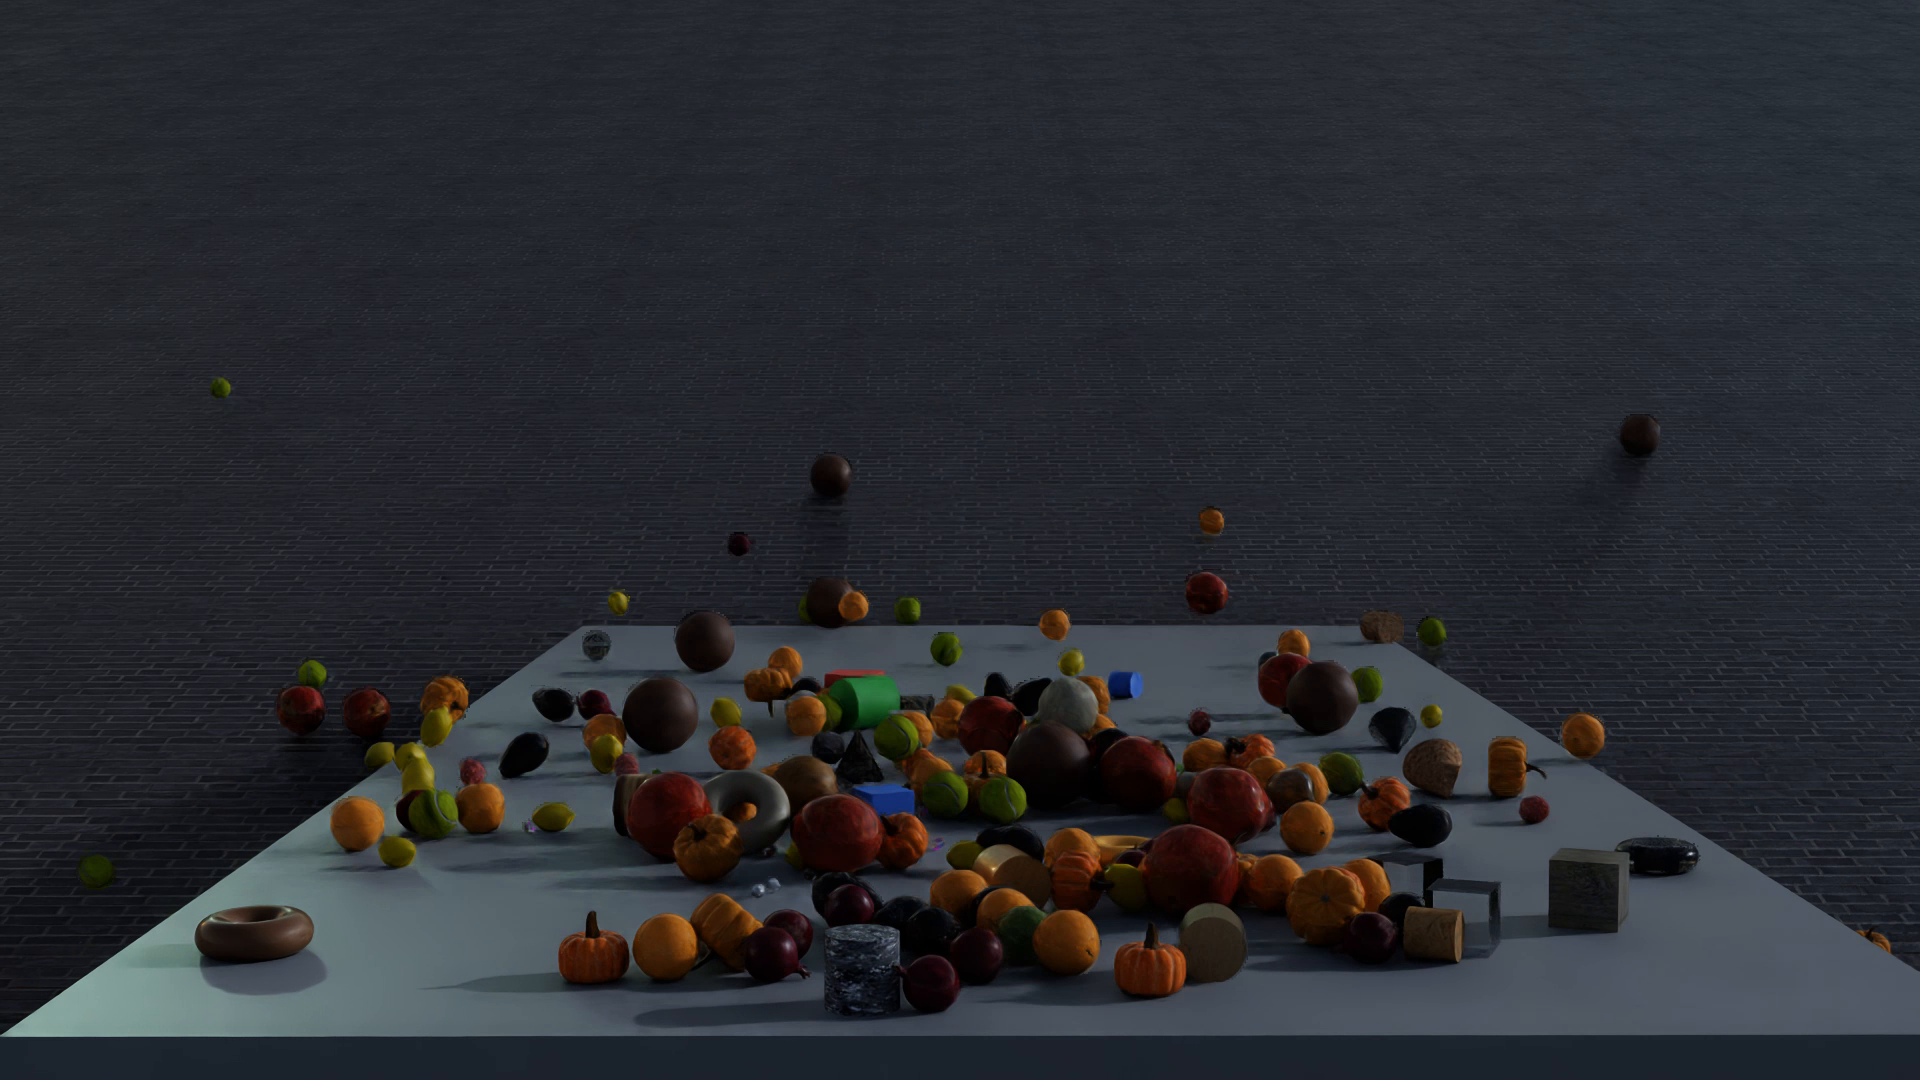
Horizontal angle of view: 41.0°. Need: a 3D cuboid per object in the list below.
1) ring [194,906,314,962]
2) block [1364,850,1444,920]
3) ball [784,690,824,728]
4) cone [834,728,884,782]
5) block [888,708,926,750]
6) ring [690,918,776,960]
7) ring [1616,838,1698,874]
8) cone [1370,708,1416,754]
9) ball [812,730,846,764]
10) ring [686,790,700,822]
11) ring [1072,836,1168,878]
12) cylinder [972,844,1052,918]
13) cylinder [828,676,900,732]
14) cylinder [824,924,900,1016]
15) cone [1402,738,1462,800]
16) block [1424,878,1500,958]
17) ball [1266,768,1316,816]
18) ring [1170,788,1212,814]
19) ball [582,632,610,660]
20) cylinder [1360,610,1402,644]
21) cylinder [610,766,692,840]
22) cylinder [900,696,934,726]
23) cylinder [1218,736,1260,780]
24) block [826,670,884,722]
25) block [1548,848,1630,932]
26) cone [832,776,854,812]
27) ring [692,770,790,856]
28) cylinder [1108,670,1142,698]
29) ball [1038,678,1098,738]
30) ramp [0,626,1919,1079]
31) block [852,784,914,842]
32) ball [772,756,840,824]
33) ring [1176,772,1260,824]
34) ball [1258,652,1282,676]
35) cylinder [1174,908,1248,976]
[{"bbox_3d":[-0.799,0.445,2.904,0.131,0.044,0.131,-1,5,0],"label":"ring"},{"bbox_3d":[0.537,0.418,3.107,0.067,0.067,0.067,-3,5,-39],"label":"block"},{"bbox_3d":[-0.285,0.309,4.681,0.070,0.070,0.070,0,19,0],"label":"ball"},{"bbox_3d":[-0.164,0.341,4.112,0.084,0.084,0.084,0,4,0],"label":"cone"},{"bbox_3d":[-0.091,0.329,4.462,0.061,0.061,0.061,0,4,-6],"label":"block"},{"bbox_3d":[-0.256,0.450,2.900,0.098,0.033,0.098,1,4,0],"label":"ring"},{"bbox_3d":[0.916,0.415,3.375,0.109,0.036,0.109,-1,3,0],"label":"ring"},{"bbox_3d":[0.748,0.344,4.412,0.081,0.081,0.081,1,31,2],"label":"cone"},{"bbox_3d":[-0.211,0.334,4.121,0.054,0.054,0.054,0,19,0],"label":"ball"},{"bbox_3d":[-0.360,0.389,3.754,0.115,0.038,0.115,-1,5,0],"label":"ring"},{"bbox_3d":[0.210,0.414,3.355,0.126,0.042,0.126,1,3,0],"label":"ring"},{"bbox_3d":[0.062,0.413,3.108,0.077,0.077,0.077,-6,4,-16],"label":"cylinder"},{"bbox_3d":[-0.174,0.297,4.674,0.095,0.095,0.095,-3,17,-38],"label":"cylinder"},{"bbox_3d":[-0.101,0.444,2.652,0.078,0.078,0.078,0,4,0],"label":"cylinder"},{"bbox_3d":[0.740,0.372,3.950,0.095,0.095,0.095,-2,31,-6],"label":"cone"},{"bbox_3d":[0.571,0.429,2.914,0.072,0.072,0.072,2,4,22],"label":"block"},{"bbox_3d":[0.486,0.371,3.767,0.072,0.072,0.072,0,19,0],"label":"ball"},{"bbox_3d":[0.366,0.386,3.822,0.105,0.035,0.105,-1,5,0],"label":"ring"},{"bbox_3d":[-0.818,0.239,5.767,0.062,0.062,0.062,0,19,0],"label":"ball"},{"bbox_3d":[1.005,0.208,6.120,0.071,0.071,0.071,-9,8,-24],"label":"cylinder"},{"bbox_3d":[-0.435,0.374,3.617,0.087,0.087,0.087,19,23,11],"label":"cylinder"},{"bbox_3d":[-0.080,0.314,4.702,0.057,0.057,0.057,-1,19,-13],"label":"cylinder"},{"bbox_3d":[0.449,0.350,4.132,0.062,0.062,0.062,3,4,10],"label":"cylinder"},{"bbox_3d":[-0.196,0.292,4.803,0.088,0.088,0.088,1,4,17],"label":"block"},{"bbox_3d":[0.747,0.415,3.048,0.081,0.081,0.081,2,4,23],"label":"block"},{"bbox_3d":[-0.193,0.391,3.810,0.059,0.059,0.059,7,33,20],"label":"cone"},{"bbox_3d":[-0.299,0.372,3.504,0.136,0.045,0.136,-2,47,2],"label":"ring"},{"bbox_3d":[0.330,0.288,5.124,0.051,0.051,0.051,3,17,34],"label":"cylinder"},{"bbox_3d":[0.177,0.275,4.191,0.100,0.100,0.100,0,19,0],"label":"ball"},{"bbox_3d":[0.045,0.404,4.539,2.000,0.100,4.000,0,4,0],"label":"ramp"},{"bbox_3d":[-0.107,0.384,3.617,0.066,0.066,0.066,-2,4,-27],"label":"block"},{"bbox_3d":[-0.224,0.361,3.705,0.100,0.100,0.100,0,19,0],"label":"ball"},{"bbox_3d":[0.373,0.373,3.712,0.130,0.043,0.130,23,-1,0],"label":"ring"},{"bbox_3d":[0.662,0.264,5.478,0.050,0.050,0.050,0,19,0],"label":"ball"},{"bbox_3d":[0.274,0.437,2.790,0.072,0.072,0.072,5,-9,14],"label":"cylinder"}]
